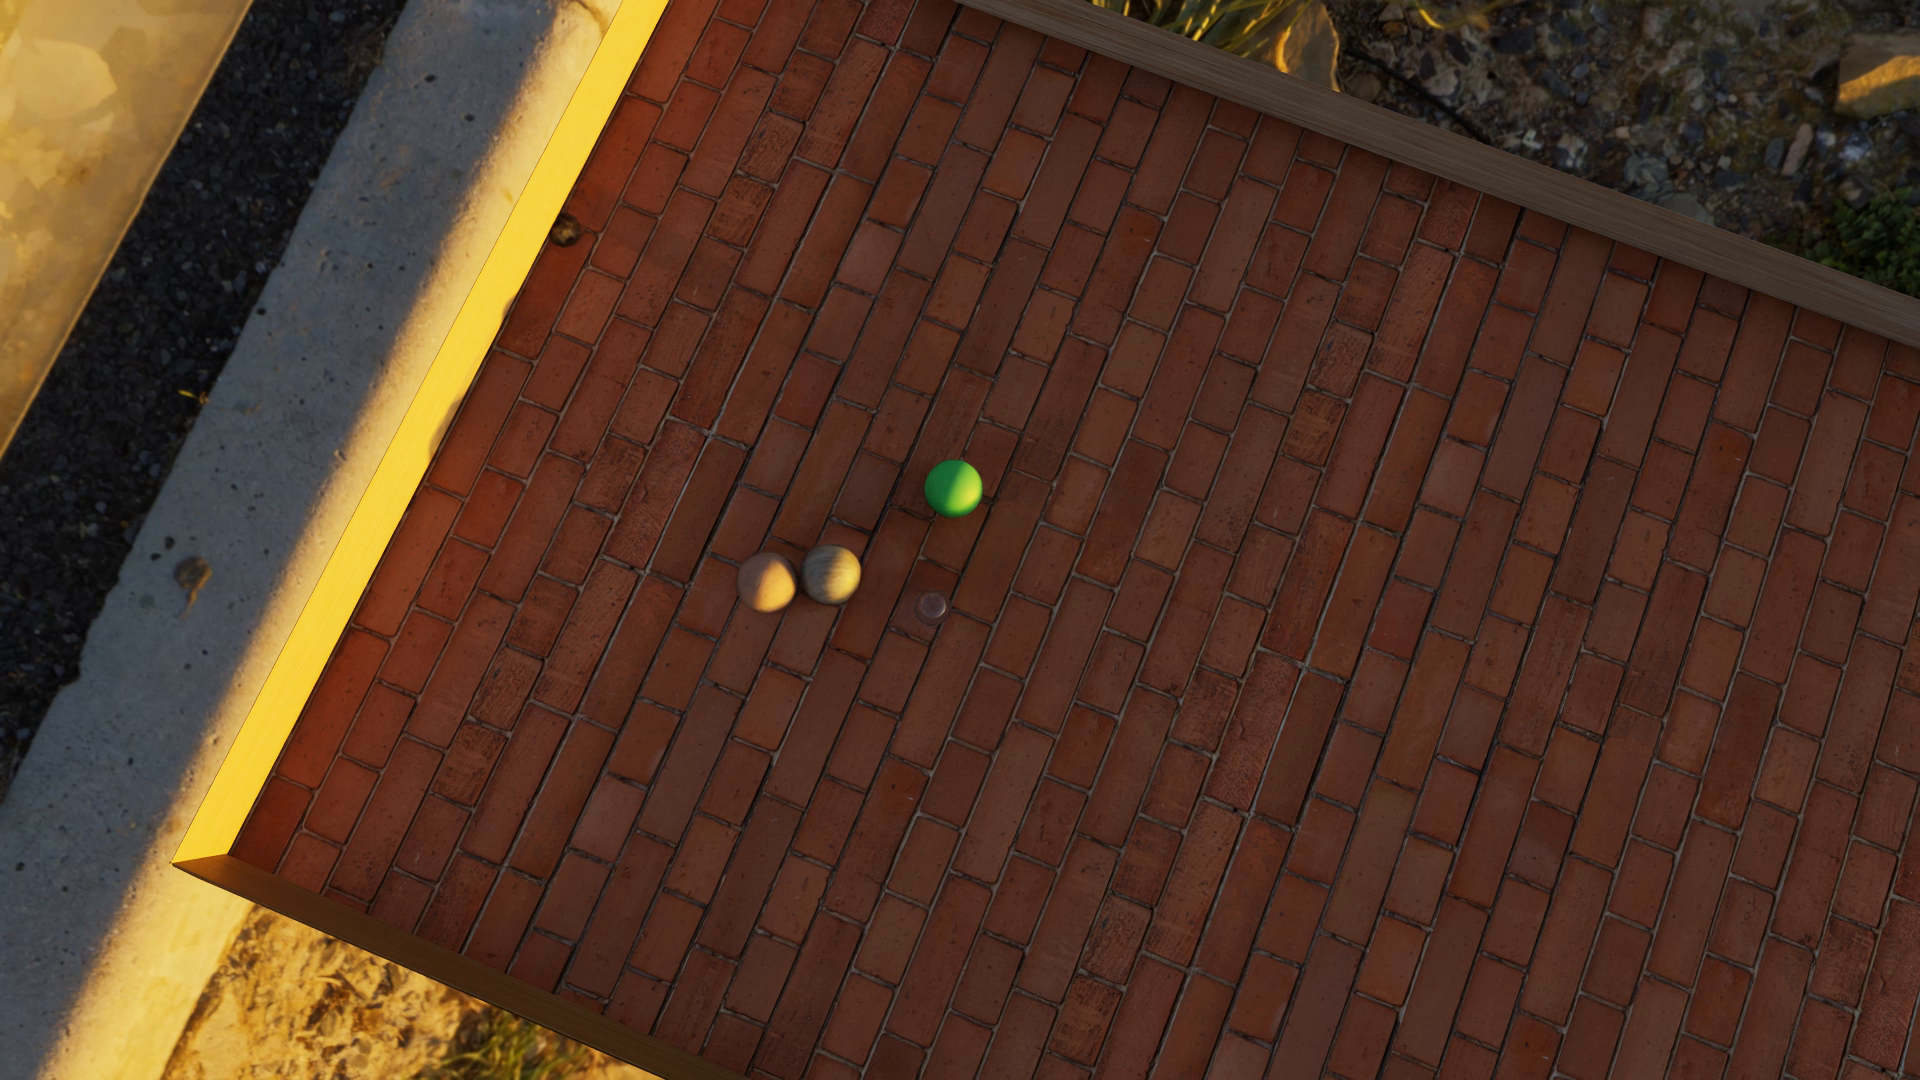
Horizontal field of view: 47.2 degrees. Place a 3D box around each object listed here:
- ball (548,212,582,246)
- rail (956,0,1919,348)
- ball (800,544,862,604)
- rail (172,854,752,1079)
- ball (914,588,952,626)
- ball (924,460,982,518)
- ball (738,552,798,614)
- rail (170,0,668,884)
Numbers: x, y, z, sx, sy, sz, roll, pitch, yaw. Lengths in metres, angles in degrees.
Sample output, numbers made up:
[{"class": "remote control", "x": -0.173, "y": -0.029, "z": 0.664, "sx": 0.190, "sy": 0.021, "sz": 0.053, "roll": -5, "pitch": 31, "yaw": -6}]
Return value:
[{"class": "ball", "x": -0.643, "y": -0.505, "z": 3.573, "sx": 0.053, "sy": 0.053, "sz": 0.053, "roll": 0, "pitch": 72, "yaw": 0}, {"class": "rail", "x": 1.127, "y": -0.478, "z": 3.527, "sx": 3.414, "sy": 0.122, "sz": 0.045, "roll": 21, "pitch": 73, "yaw": 7}, {"class": "ball", "x": -0.198, "y": 0.052, "z": 3.371, "sx": 0.094, "sy": 0.094, "sz": 0.094, "roll": 0, "pitch": 72, "yaw": 0}, {"class": "rail", "x": 0.451, "y": 1.082, "z": 3.020, "sx": 3.414, "sy": 0.122, "sz": 0.045, "roll": 21, "pitch": 73, "yaw": 7}, {"class": "ball", "x": -0.042, "y": 0.103, "z": 3.373, "sx": 0.057, "sy": 0.057, "sz": 0.057, "roll": 0, "pitch": 72, "yaw": 0}, {"class": "ball", "x": -0.010, "y": -0.080, "z": 3.415, "sx": 0.091, "sy": 0.091, "sz": 0.091, "roll": 0, "pitch": 72, "yaw": 0}, {"class": "ball", "x": -0.294, "y": 0.065, "z": 3.366, "sx": 0.094, "sy": 0.094, "sz": 0.094, "roll": 0, "pitch": 72, "yaw": 0}, {"class": "rail", "x": -0.767, "y": -0.308, "z": 3.472, "sx": 0.045, "sy": 0.122, "sz": 1.821, "roll": 21, "pitch": 73, "yaw": 7}]
